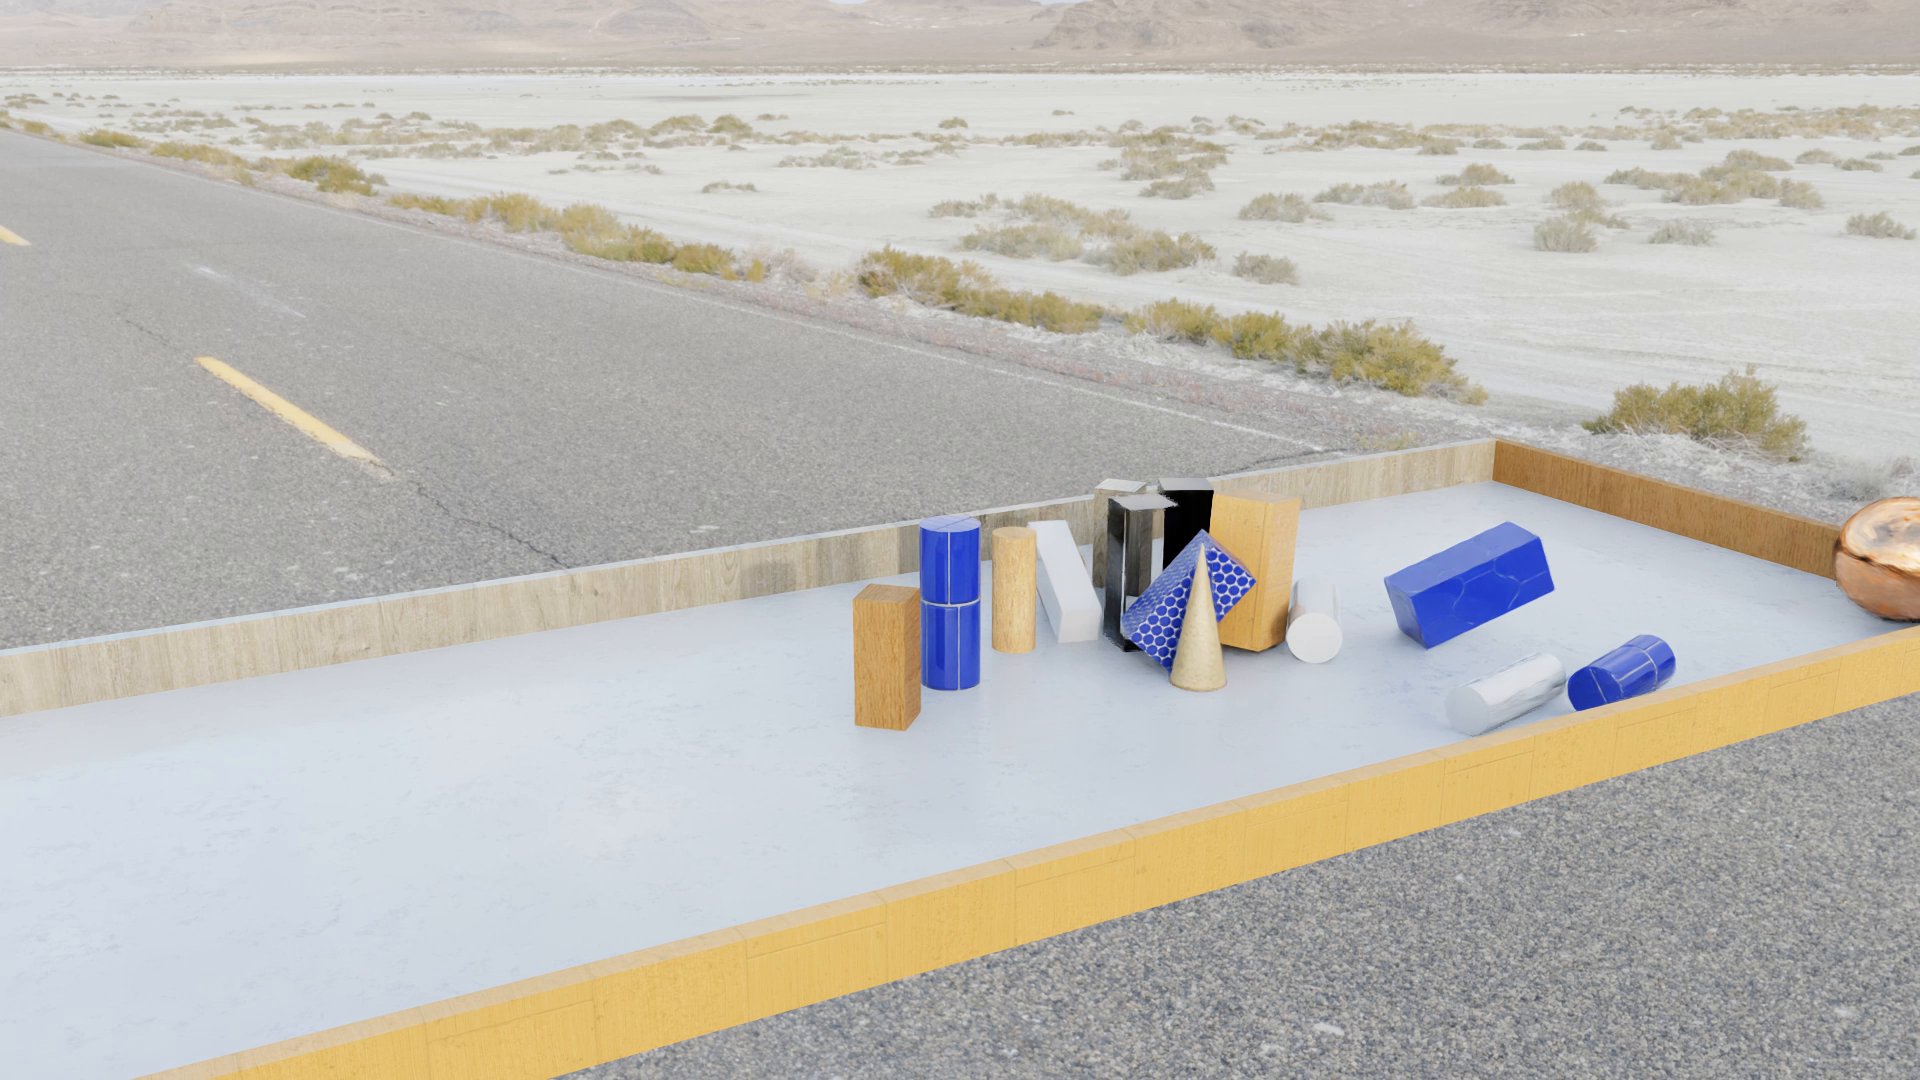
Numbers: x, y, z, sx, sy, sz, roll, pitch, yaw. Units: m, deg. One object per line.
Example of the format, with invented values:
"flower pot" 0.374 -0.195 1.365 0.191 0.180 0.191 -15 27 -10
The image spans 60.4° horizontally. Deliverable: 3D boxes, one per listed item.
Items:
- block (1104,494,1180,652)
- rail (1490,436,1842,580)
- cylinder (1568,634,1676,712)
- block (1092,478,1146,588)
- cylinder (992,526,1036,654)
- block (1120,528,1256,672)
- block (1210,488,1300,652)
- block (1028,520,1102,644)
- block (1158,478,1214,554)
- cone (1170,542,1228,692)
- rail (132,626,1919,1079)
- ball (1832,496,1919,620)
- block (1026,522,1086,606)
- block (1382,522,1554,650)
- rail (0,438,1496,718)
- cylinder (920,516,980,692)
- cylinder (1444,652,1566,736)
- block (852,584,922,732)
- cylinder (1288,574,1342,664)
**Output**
"block" 0.481 0.086 4.375 0.141 0.387 0.141 -5 17 -17
"rail" 2.466 -0.048 5.253 0.050 0.150 2.100 -9 18 -27
"cylinder" 1.605 0.331 3.996 0.132 0.132 0.315 15 22 42
"block" 0.471 -0.015 4.870 0.121 0.303 0.121 7 18 22
"cylinder" 0.142 0.131 4.350 0.117 0.314 0.117 0 16 0
"block" 0.582 0.155 4.227 0.150 0.319 0.150 39 11 -12
"block" 0.768 0.076 4.372 0.173 0.390 0.173 11 12 33
"block" 0.281 0.110 4.546 0.108 0.108 0.400 -3 38 -11
"block" 0.617 0.031 4.565 0.134 0.385 0.134 0 16 -1
"cone" 0.596 0.178 4.092 0.144 0.368 0.144 -1 16 0
"rail" -2.336 1.006 1.665 12.000 0.150 0.050 -9 18 -27
"ball" 2.612 0.052 4.568 0.345 0.345 0.345 0 16 0
"block" 0.279 0.065 4.919 0.120 0.120 0.440 -1 16 -4
"block" 1.364 0.119 4.427 0.382 0.163 0.163 -24 19 -4
"rail" -3.305 0.497 3.399 12.000 0.150 0.050 -9 18 -27
"cylinder" -0.024 0.157 4.093 0.152 0.410 0.152 0 16 0
"cylinder" 1.298 0.363 3.915 0.342 0.117 0.117 -14 21 -39
"block" -0.170 0.274 3.870 0.124 0.312 0.124 4 17 15
"cylinder" 0.947 0.207 4.403 0.139 0.139 0.328 3 17 11
